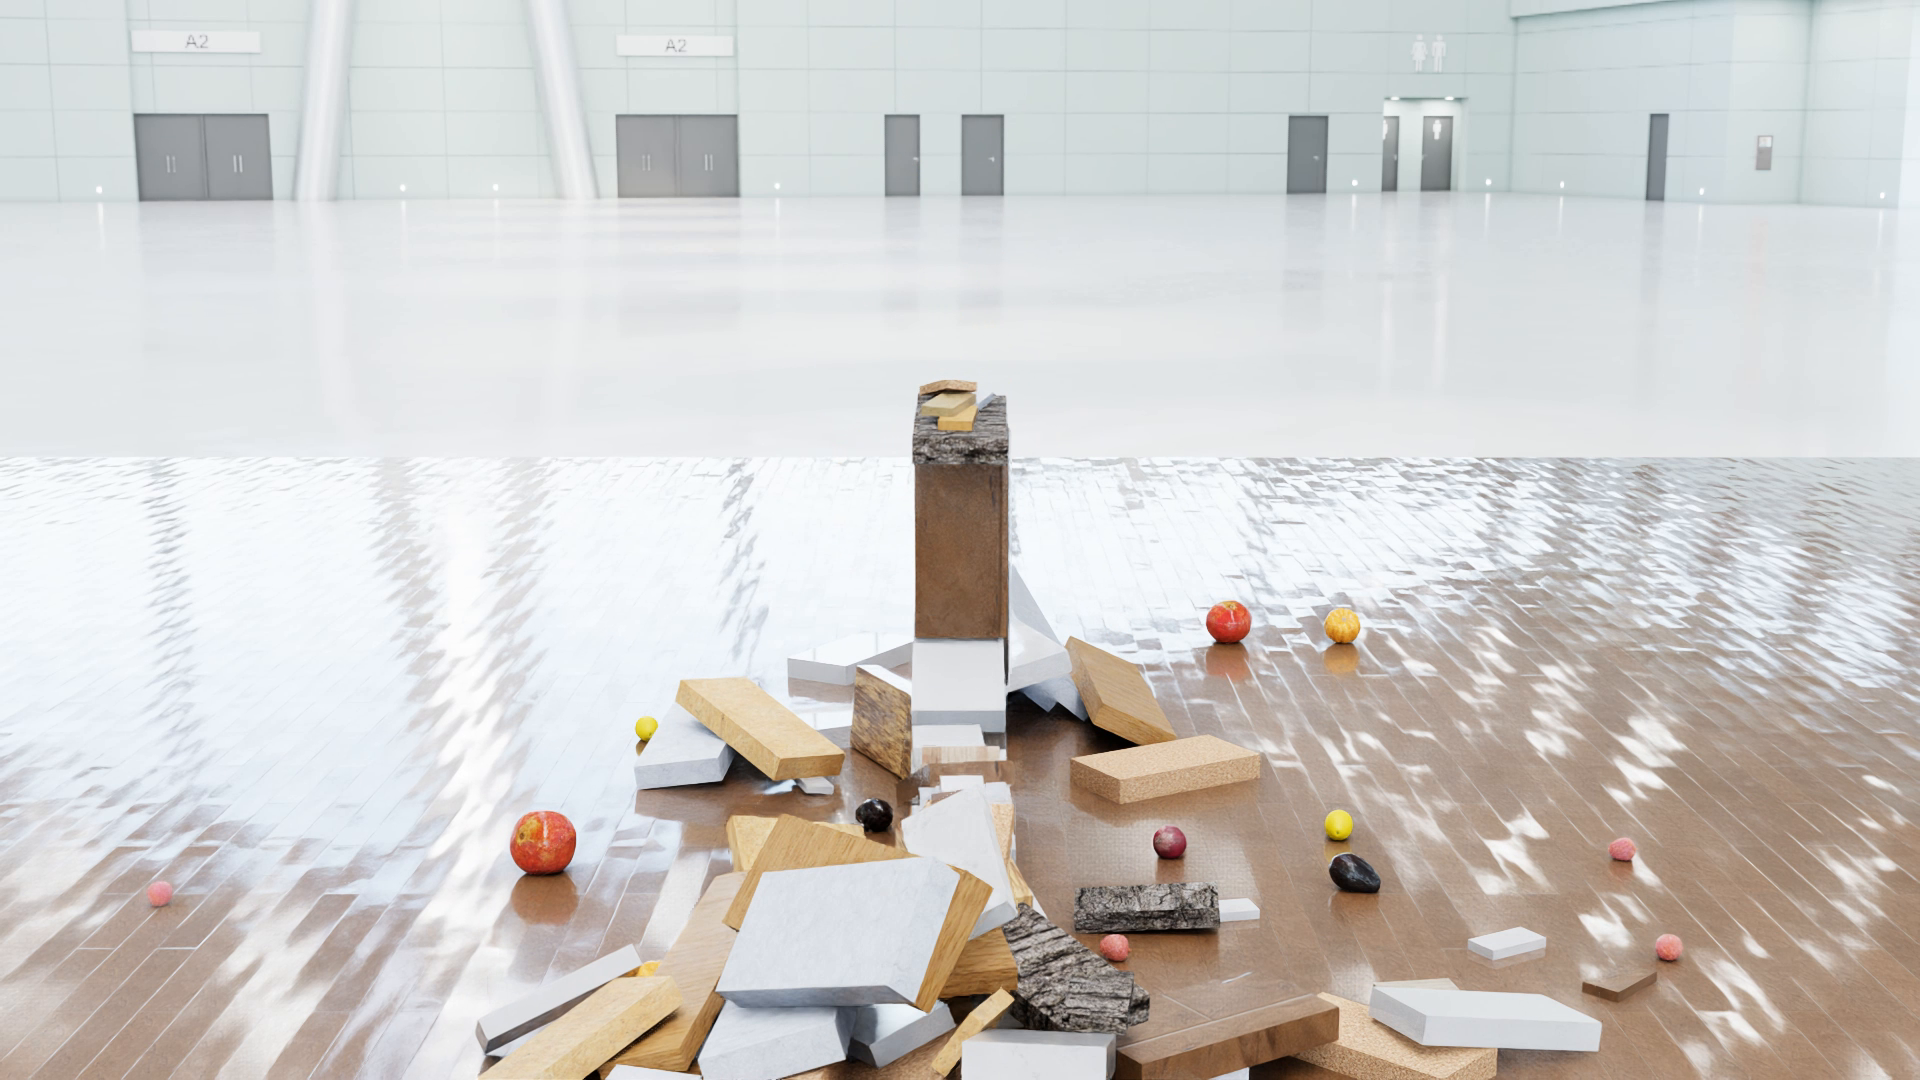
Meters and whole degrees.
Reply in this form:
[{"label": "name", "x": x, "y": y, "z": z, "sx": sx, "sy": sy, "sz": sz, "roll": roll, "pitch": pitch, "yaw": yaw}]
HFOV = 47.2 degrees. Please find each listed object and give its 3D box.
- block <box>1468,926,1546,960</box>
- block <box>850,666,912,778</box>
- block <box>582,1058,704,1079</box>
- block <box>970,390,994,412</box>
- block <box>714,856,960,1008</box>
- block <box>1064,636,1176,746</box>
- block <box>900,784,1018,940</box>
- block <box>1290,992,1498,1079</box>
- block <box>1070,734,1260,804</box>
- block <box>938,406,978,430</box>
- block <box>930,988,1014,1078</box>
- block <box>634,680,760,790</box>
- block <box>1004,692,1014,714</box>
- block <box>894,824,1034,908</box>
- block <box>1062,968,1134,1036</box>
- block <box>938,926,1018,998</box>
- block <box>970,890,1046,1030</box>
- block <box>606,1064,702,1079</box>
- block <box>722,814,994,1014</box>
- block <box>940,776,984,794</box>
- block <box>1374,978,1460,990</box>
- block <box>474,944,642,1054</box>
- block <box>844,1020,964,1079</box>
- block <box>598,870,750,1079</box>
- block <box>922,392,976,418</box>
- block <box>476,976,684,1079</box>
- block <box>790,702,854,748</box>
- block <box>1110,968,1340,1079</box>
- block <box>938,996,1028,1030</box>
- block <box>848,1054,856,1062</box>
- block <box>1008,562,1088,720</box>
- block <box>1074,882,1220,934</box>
[{"label": "block", "x": 0.851, "y": 0.628, "z": 3.423, "sx": 0.111, "sy": 0.016, "sz": 0.055, "roll": -6, "pitch": 12, "yaw": -30}, {"label": "block", "x": -0.126, "y": 0.368, "z": 4.391, "sx": 0.048, "sy": 0.168, "sz": 0.337, "roll": 1, "pitch": 9, "yaw": -26}, {"label": "block", "x": -0.420, "y": 0.718, "z": 2.868, "sx": 0.145, "sy": 0.041, "sz": 0.290, "roll": 4, "pitch": 11, "yaw": 23}, {"label": "block", "x": 0.025, "y": -0.268, "z": 4.223, "sx": 0.054, "sy": 0.015, "sz": 0.108, "roll": 5, "pitch": 18, "yaw": 16}, {"label": "block", "x": -0.162, "y": 0.508, "z": 2.831, "sx": 0.050, "sy": 0.176, "sz": 0.352, "roll": 39, "pitch": -34, "yaw": -29}, {"label": "block", "x": 0.336, "y": 0.329, "z": 4.757, "sx": 0.168, "sy": 0.048, "sz": 0.614, "roll": 24, "pitch": 8, "yaw": -8}, {"label": "block", "x": -0.003, "y": 0.434, "z": 2.917, "sx": 0.117, "sy": 0.033, "sz": 0.234, "roll": -27, "pitch": 34, "yaw": 7}, {"label": "block", "x": 0.573, "y": 0.693, "z": 3.005, "sx": 0.280, "sy": 0.040, "sz": 0.140, "roll": 10, "pitch": 14, "yaw": 42}, {"label": "block", "x": 0.403, "y": 0.447, "z": 4.309, "sx": 0.336, "sy": 0.048, "sz": 0.168, "roll": -6, "pitch": 12, "yaw": -30}, {"label": "block", "x": -0.003, "y": -0.227, "z": 4.085, "sx": 0.063, "sy": 0.018, "sz": 0.125, "roll": 2, "pitch": 17, "yaw": 5}, {"label": "block", "x": 0.017, "y": 0.608, "z": 2.718, "sx": 0.023, "sy": 0.081, "sz": 0.163, "roll": 38, "pitch": 8, "yaw": 12}, {"label": "block", "x": -0.524, "y": 0.389, "z": 4.453, "sx": 0.168, "sy": 0.048, "sz": 0.460, "roll": -7, "pitch": 15, "yaw": 7}, {"label": "block", "x": 0.035, "y": 0.348, "z": 4.855, "sx": 0.148, "sy": 0.042, "sz": 0.296, "roll": 1, "pitch": 11, "yaw": 6}, {"label": "block", "x": 0.002, "y": 0.481, "z": 3.190, "sx": 0.143, "sy": 0.040, "sz": 0.285, "roll": -4, "pitch": 17, "yaw": -12}, {"label": "block", "x": 0.175, "y": 0.581, "z": 2.776, "sx": 0.079, "sy": 0.022, "sz": 0.158, "roll": 3, "pitch": 10, "yaw": 8}, {"label": "block", "x": -0.012, "y": 0.519, "z": 2.958, "sx": 0.117, "sy": 0.033, "sz": 0.291, "roll": -4, "pitch": 21, "yaw": -11}, {"label": "block", "x": 0.068, "y": 0.576, "z": 3.038, "sx": 0.143, "sy": 0.040, "sz": 0.285, "roll": -5, "pitch": 21, "yaw": -14}, {"label": "block", "x": -0.404, "y": 0.714, "z": 2.693, "sx": 0.114, "sy": 0.032, "sz": 0.228, "roll": 5, "pitch": 13, "yaw": 9}, {"label": "block", "x": -0.147, "y": 0.490, "z": 2.941, "sx": 0.050, "sy": 0.176, "sz": 0.476, "roll": 37, "pitch": -17, "yaw": -30}, {"label": "block", "x": 0.004, "y": 0.375, "z": 3.160, "sx": 0.062, "sy": 0.017, "sz": 0.123, "roll": 0, "pitch": 21, "yaw": -2}, {"label": "block", "x": 0.671, "y": 0.664, "z": 3.224, "sx": 0.116, "sy": 0.016, "sz": 0.058, "roll": -2, "pitch": 11, "yaw": -9}, {"label": "block", "x": -0.553, "y": 0.631, "z": 3.024, "sx": 0.228, "sy": 0.032, "sz": 0.114, "roll": -24, "pitch": -15, "yaw": -22}, {"label": "block", "x": -0.082, "y": 0.695, "z": 2.703, "sx": 0.169, "sy": 0.048, "sz": 0.357, "roll": -23, "pitch": 2, "yaw": 8}, {"label": "block", "x": -0.364, "y": 0.599, "z": 3.105, "sx": 0.115, "sy": 0.033, "sz": 0.608, "roll": -14, "pitch": 12, "yaw": 12}, {"label": "block", "x": -0.021, "y": -0.253, "z": 4.110, "sx": 0.063, "sy": 0.018, "sz": 0.125, "roll": 6, "pitch": 18, "yaw": 19}, {"label": "block", "x": -0.507, "y": 0.660, "z": 2.858, "sx": 0.140, "sy": 0.040, "sz": 0.280, "roll": -14, "pitch": 14, "yaw": 48}, {"label": "block", "x": -0.299, "y": 0.395, "z": 4.592, "sx": 0.327, "sy": 0.046, "sz": 0.163, "roll": -5, "pitch": 12, "yaw": -26}, {"label": "block", "x": 0.325, "y": 0.658, "z": 2.952, "sx": 0.338, "sy": 0.048, "sz": 0.169, "roll": -7, "pitch": 13, "yaw": -33}, {"label": "block", "x": 0.037, "y": 0.623, "z": 3.034, "sx": 0.158, "sy": 0.045, "sz": 0.315, "roll": -1, "pitch": 20, "yaw": -4}, {"label": "block", "x": -0.176, "y": 0.697, "z": 3.034, "sx": 0.079, "sy": 0.022, "sz": 0.158, "roll": 9, "pitch": 14, "yaw": 39}, {"label": "block", "x": 0.147, "y": 0.182, "z": 5.487, "sx": 0.163, "sy": 0.046, "sz": 1.566, "roll": 38, "pitch": 5, "yaw": -11}, {"label": "block", "x": 0.300, "y": 0.589, "z": 3.529, "sx": 0.230, "sy": 0.033, "sz": 0.115, "roll": -3, "pitch": 12, "yaw": 5}]
